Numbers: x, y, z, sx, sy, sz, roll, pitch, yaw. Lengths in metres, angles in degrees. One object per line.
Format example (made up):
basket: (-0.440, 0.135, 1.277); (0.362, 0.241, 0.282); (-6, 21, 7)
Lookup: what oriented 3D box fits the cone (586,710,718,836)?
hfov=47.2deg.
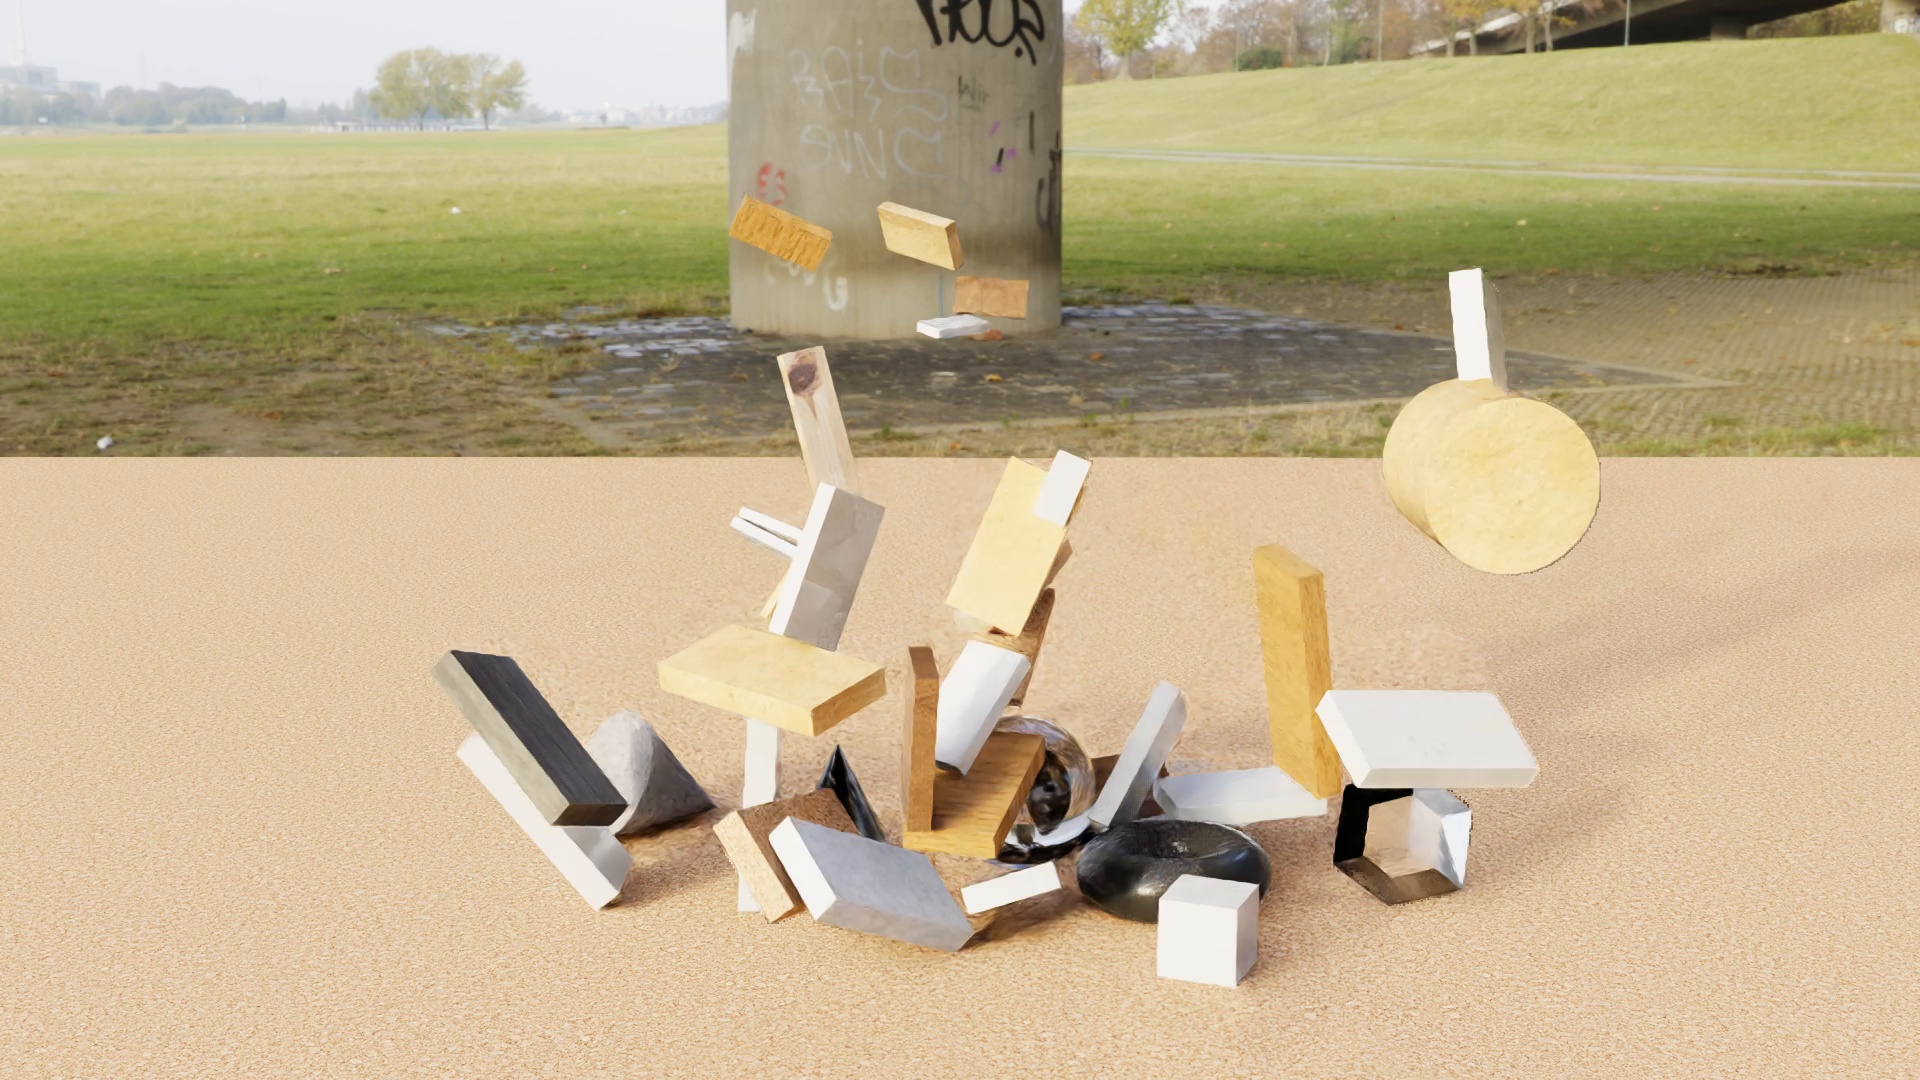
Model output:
cone: (-0.539, 0.462, 4.033); (0.242, 0.242, 0.242); (24, -6, -38)

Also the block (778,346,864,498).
block: (-0.222, -0.172, 3.539); (0.073, 0.274, 0.021); (-15, 1, -26)

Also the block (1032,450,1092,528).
block: (0.154, -0.078, 3.329); (0.053, 0.106, 0.015); (24, 4, 7)

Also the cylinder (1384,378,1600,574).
cylinder: (0.871, -0.111, 3.633); (0.283, 0.283, 0.283); (0, 11, -2)

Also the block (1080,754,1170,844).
block: (0.258, 0.467, 3.980); (0.288, 0.041, 0.144); (-6, 55, -29)

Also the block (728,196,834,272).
block: (-0.278, -0.476, 3.417); (0.147, 0.073, 0.021); (22, 50, -12)

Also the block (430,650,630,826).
block: (-0.700, 0.323, 3.580); (0.346, 0.049, 0.173); (47, 12, 22)

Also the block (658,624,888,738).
block: (-0.295, 0.216, 3.437); (0.332, 0.047, 0.166); (13, 29, 38)

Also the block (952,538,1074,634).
block: (0.087, 0.072, 3.565); (0.107, 0.030, 0.213); (1, 38, 36)

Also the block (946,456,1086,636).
block: (0.086, 0.010, 3.366); (0.123, 0.247, 0.035); (25, 4, 7)

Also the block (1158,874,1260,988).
block: (0.377, 0.591, 3.332); (0.121, 0.121, 0.121); (4, 11, 23)

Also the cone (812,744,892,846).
cone: (-0.213, 0.453, 3.834); (0.208, 0.208, 0.208); (0, 11, 0)

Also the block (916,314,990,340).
block: (-0.010, -0.329, 3.389); (0.106, 0.015, 0.053); (-13, 26, -41)

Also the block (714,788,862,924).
block: (-0.242, 0.480, 3.380); (0.047, 0.166, 0.332); (-37, -13, 18)

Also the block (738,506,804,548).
block: (-0.293, -0.013, 3.529); (0.121, 0.017, 0.061); (21, -17, 14)

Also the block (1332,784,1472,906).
block: (0.718, 0.482, 3.566); (0.147, 0.147, 0.147); (37, -40, -27)

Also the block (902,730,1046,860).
block: (0.025, 0.388, 3.409); (0.144, 0.041, 0.288); (4, 28, 17)

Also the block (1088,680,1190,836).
block: (0.309, 0.388, 3.787); (0.038, 0.271, 0.135); (24, -17, 21)

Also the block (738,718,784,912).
block: (-0.326, 0.419, 3.637); (0.049, 0.346, 0.173); (4, 10, -1)

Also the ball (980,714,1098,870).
ball: (0.103, 0.432, 3.770); (0.266, 0.266, 0.266); (0, 11, 0)

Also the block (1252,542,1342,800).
block: (0.529, 0.206, 3.450); (0.042, 0.382, 0.147); (-16, 23, -16)

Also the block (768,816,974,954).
block: (-0.131, 0.523, 3.323); (0.332, 0.047, 0.166); (25, 22, -48)

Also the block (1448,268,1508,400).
block: (0.727, -0.284, 3.074); (0.042, 0.147, 0.293); (-6, -3, 18)

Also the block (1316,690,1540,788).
block: (0.665, 0.283, 3.131); (0.293, 0.042, 0.147); (2, 43, -26)

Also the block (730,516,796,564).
block: (-0.309, 0.003, 3.525); (0.121, 0.017, 0.061); (27, -12, 4)

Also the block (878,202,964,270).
block: (-0.059, -0.454, 3.283); (0.147, 0.073, 0.021); (23, 49, 40)

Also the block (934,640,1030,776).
block: (0.011, 0.261, 3.434); (0.107, 0.030, 0.213); (15, 61, 36)

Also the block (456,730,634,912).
block: (-0.683, 0.443, 3.642); (0.049, 0.346, 0.173); (-39, 8, 7)

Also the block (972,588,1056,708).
block: (0.076, 0.166, 3.595); (0.107, 0.213, 0.030); (10, -32, 15)

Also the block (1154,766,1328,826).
block: (0.490, 0.449, 3.852); (0.271, 0.038, 0.135); (-4, 17, -13)

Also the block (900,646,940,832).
block: (-0.061, 0.295, 3.272); (0.035, 0.247, 0.123); (1, 20, -7)

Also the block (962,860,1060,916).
block: (0.083, 0.543, 3.449); (0.144, 0.041, 0.288); (-17, -8, 0)

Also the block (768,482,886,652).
block: (-0.209, 0.045, 3.486); (0.035, 0.247, 0.123); (17, -3, 42)

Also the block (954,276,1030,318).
block: (0.046, -0.356, 3.226); (0.106, 0.053, 0.015); (5, -1, 4)

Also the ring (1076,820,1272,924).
ring: (0.352, 0.545, 3.620); (0.321, 0.107, 0.321); (-1, 10, 0)

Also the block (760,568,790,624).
block: (-0.260, 0.080, 3.483); (0.017, 0.137, 0.061); (17, -21, 42)

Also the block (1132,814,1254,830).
block: (0.407, 0.503, 3.910); (0.271, 0.038, 0.135); (-8, -4, -32)
